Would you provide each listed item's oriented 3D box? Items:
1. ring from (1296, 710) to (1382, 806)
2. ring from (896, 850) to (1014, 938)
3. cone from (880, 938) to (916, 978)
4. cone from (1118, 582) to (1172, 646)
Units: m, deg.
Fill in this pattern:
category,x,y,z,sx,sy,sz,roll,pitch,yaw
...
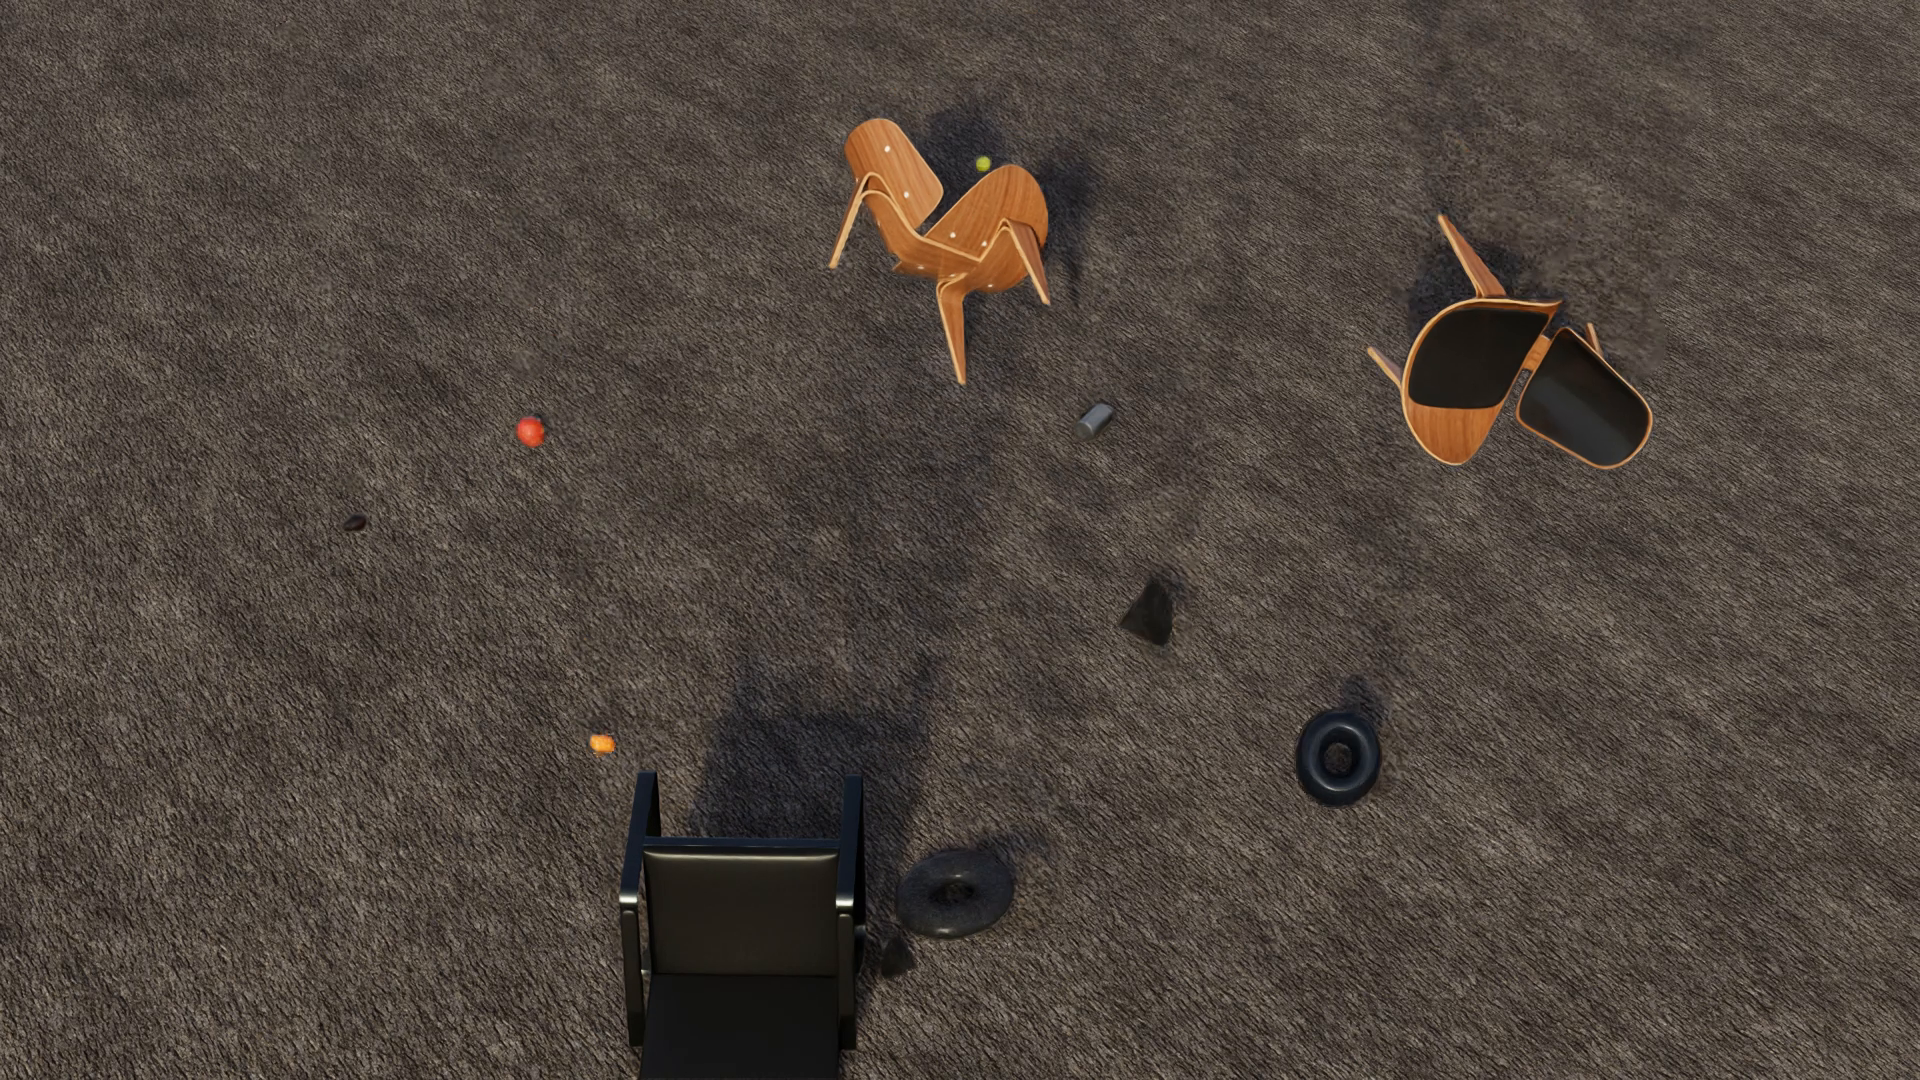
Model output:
category,x,y,z,sx,sy,sz,roll,pitch,yaw
ring,1.240,0.713,9.600,0.282,0.316,0.146,5,-10,3
ring,-0.016,1.109,9.183,0.358,0.082,0.402,21,41,32
cone,-0.170,1.286,8.946,0.094,0.128,0.109,22,-10,-30
cone,0.630,0.285,10.434,0.172,0.197,0.262,-18,35,31
